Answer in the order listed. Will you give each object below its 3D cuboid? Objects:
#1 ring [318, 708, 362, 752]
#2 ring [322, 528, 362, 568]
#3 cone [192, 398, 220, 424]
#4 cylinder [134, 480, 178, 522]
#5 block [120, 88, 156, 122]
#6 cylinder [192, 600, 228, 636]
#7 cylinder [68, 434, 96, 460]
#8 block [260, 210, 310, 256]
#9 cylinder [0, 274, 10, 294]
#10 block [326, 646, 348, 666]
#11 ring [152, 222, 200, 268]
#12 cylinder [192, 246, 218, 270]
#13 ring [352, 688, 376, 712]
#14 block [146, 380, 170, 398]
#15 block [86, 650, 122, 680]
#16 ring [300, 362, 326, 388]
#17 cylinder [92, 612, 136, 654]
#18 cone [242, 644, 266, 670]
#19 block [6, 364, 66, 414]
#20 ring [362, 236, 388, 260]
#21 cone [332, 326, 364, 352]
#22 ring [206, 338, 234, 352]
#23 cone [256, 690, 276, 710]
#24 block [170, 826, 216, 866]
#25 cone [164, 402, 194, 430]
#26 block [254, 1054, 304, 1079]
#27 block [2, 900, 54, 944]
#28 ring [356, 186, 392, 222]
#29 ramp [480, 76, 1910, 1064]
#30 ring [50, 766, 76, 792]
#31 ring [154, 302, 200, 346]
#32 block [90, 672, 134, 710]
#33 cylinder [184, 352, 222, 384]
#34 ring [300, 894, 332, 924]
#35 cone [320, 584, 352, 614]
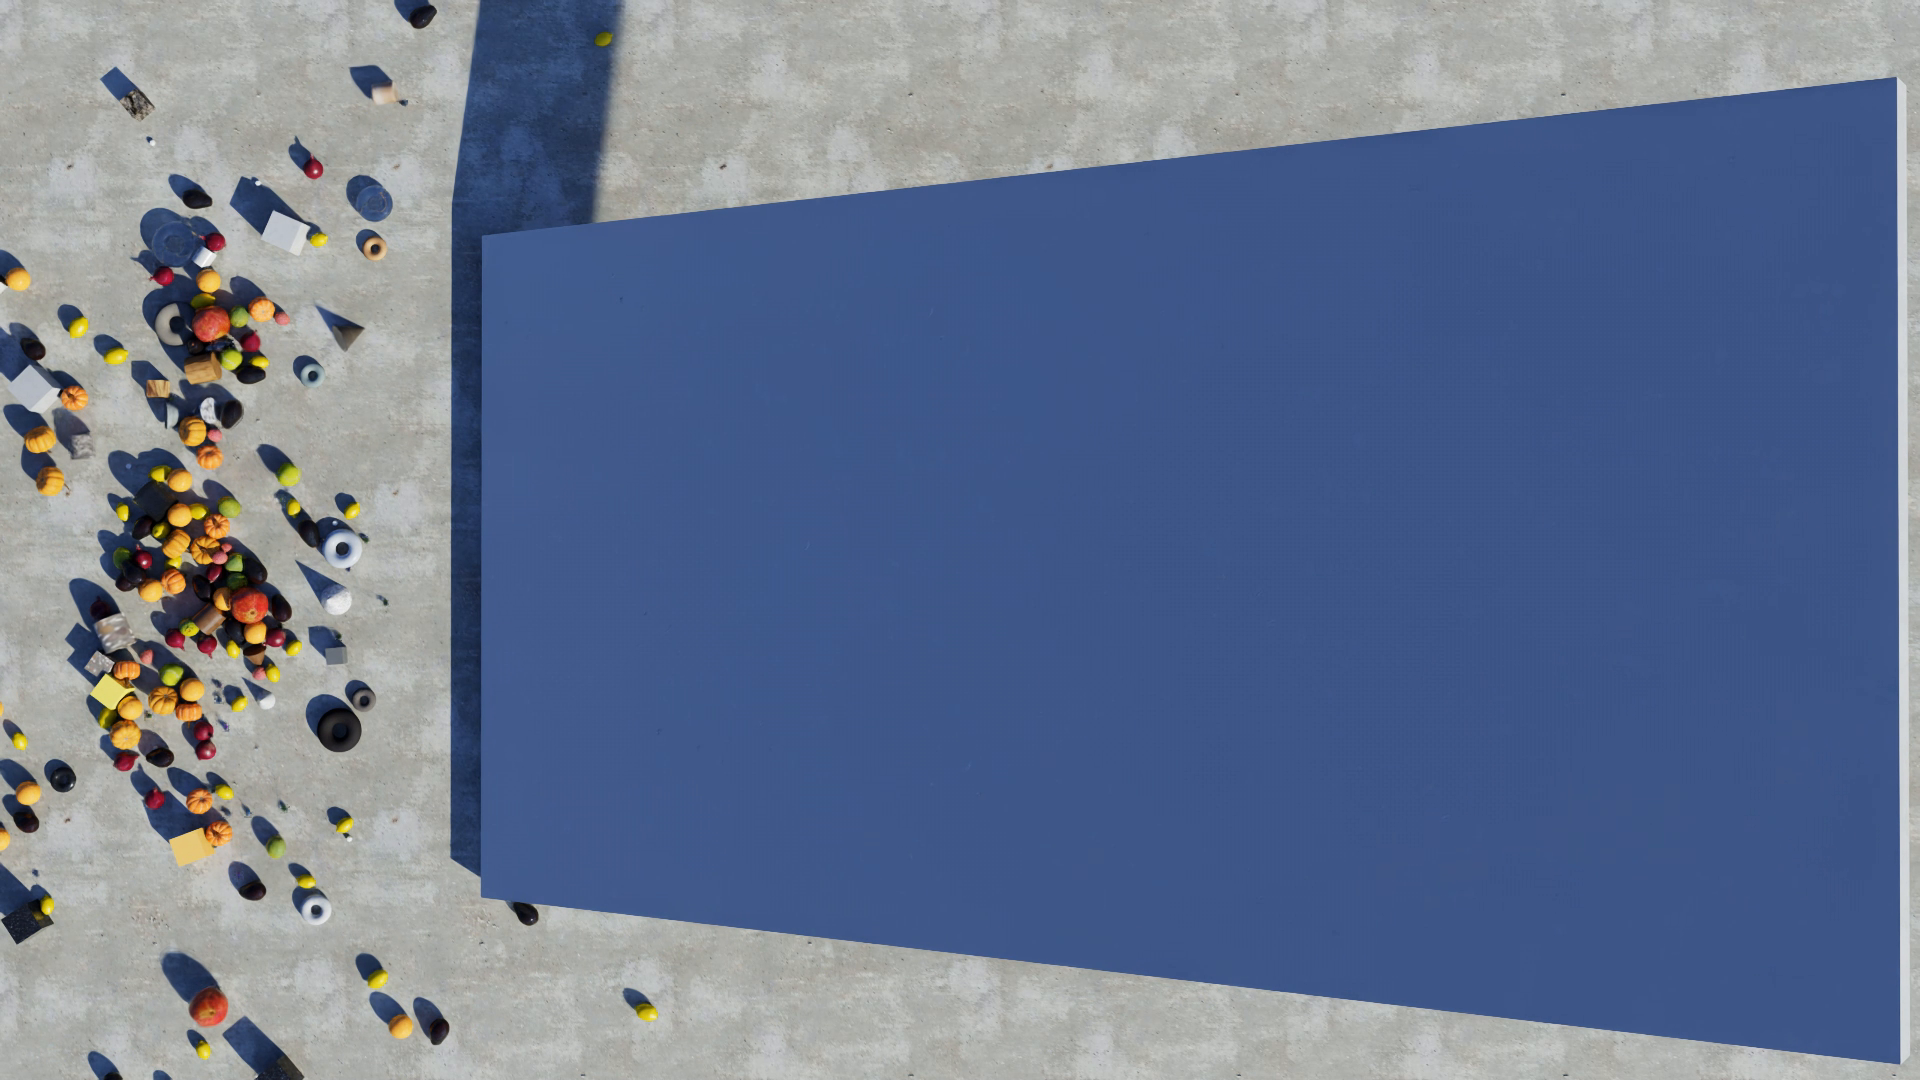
[{"bbox_3d":[-1.891,0.580,6.700,0.136,0.045,0.136,0,90,1],"label":"ring"},{"bbox_3d":[-1.884,0.026,6.707,0.122,0.041,0.122,0,88,0],"label":"ring"},{"bbox_3d":[-2.317,-0.393,6.713,0.077,0.077,0.077,-1,89,27],"label":"cone"},{"bbox_3d":[-2.443,-0.119,6.682,0.092,0.092,0.092,41,90,0],"label":"cylinder"},{"bbox_3d":[-2.507,-1.327,6.706,0.064,0.064,0.064,-39,90,0],"label":"block"},{"bbox_3d":[-2.280,0.236,6.687,0.076,0.076,0.076,-43,90,0],"label":"cylinder"},{"bbox_3d":[-2.672,-0.283,6.695,0.069,0.069,0.069,-7,90,0],"label":"cylinder"},{"bbox_3d":[-2.049,-0.932,6.687,0.095,0.095,0.095,23,90,0],"label":"block"},{"bbox_3d":[-2.964,-0.774,6.685,0.097,0.097,0.097,-44,90,0],"label":"cylinder"},{"bbox_3d":[-1.899,0.353,6.698,0.051,0.051,0.051,-4,90,0],"label":"block"},{"bbox_3d":[-2.394,-0.902,6.711,0.143,0.048,0.143,0,91,-1],"label":"ring"},{"bbox_3d":[-2.305,-0.862,6.707,0.055,0.055,0.055,35,90,0],"label":"cylinder"},{"bbox_3d":[-1.819,0.487,6.711,0.075,0.025,0.075,0,91,0],"label":"ring"},{"bbox_3d":[-2.444,-0.460,6.705,0.051,0.051,0.051,1,90,0],"label":"block"},{"bbox_3d":[-2.606,0.380,6.691,0.065,0.065,0.065,35,90,0],"label":"block"},{"bbox_3d":[-1.979,-0.504,6.718,0.080,0.027,0.080,0,89,1],"label":"ring"},{"bbox_3d":[-2.566,0.284,6.677,0.095,0.095,0.095,-28,83,0],"label":"cylinder"},{"bbox_3d":[-2.142,0.367,6.708,0.072,0.072,0.072,-8,116,0],"label":"cone"},{"bbox_3d":[-2.806,-0.459,6.681,0.100,0.100,0.100,45,90,0],"label":"block"},{"bbox_3d":[-1.789,-0.891,6.722,0.077,0.026,0.077,0,90,1],"label":"ring"},{"bbox_3d":[-1.854,-0.630,6.713,0.086,0.086,0.086,-28,90,-27],"label":"cone"},{"bbox_3d":[-2.254,-0.591,6.691,0.087,0.087,0.029,-17,99,0],"label":"ring"},{"bbox_3d":[-2.122,0.489,6.694,0.057,0.057,0.057,0,90,0],"label":"cone"},{"bbox_3d":[-2.330,0.931,6.676,0.087,0.087,0.087,-21,90,0],"label":"block"},{"bbox_3d":[-2.377,-0.379,6.711,0.087,0.087,0.087,-1,89,-27],"label":"cone"},{"bbox_3d":[-2.065,1.635,6.666,0.093,0.093,0.093,-40,90,0],"label":"block"},{"bbox_3d":[-2.829,1.158,6.672,0.090,0.090,0.090,-33,90,0],"label":"block"},{"bbox_3d":[-1.788,-1.027,6.717,0.113,0.038,0.113,0,91,0],"label":"ring"},{"bbox_3d":[0.255,0.070,5.589,4.000,0.100,2.000,0,89,33],"label":"ramp"},{"bbox_3d":[-2.736,0.732,6.708,0.079,0.026,0.079,0,88,0],"label":"ring"},{"bbox_3d":[-2.389,-0.660,6.710,0.139,0.046,0.139,0,88,-1],"label":"ring"},{"bbox_3d":[-2.575,0.459,6.684,0.077,0.077,0.077,37,90,0],"label":"block"},{"bbox_3d":[-2.302,-0.522,6.690,0.084,0.084,0.084,-11,90,0],"label":"cylinder"},{"bbox_3d":[-1.963,1.126,6.702,0.094,0.031,0.094,0,90,-1],"label":"ring"},{"bbox_3d":[-1.908,0.181,6.678,0.096,0.096,0.096,0,90,0],"label":"cone"}]
